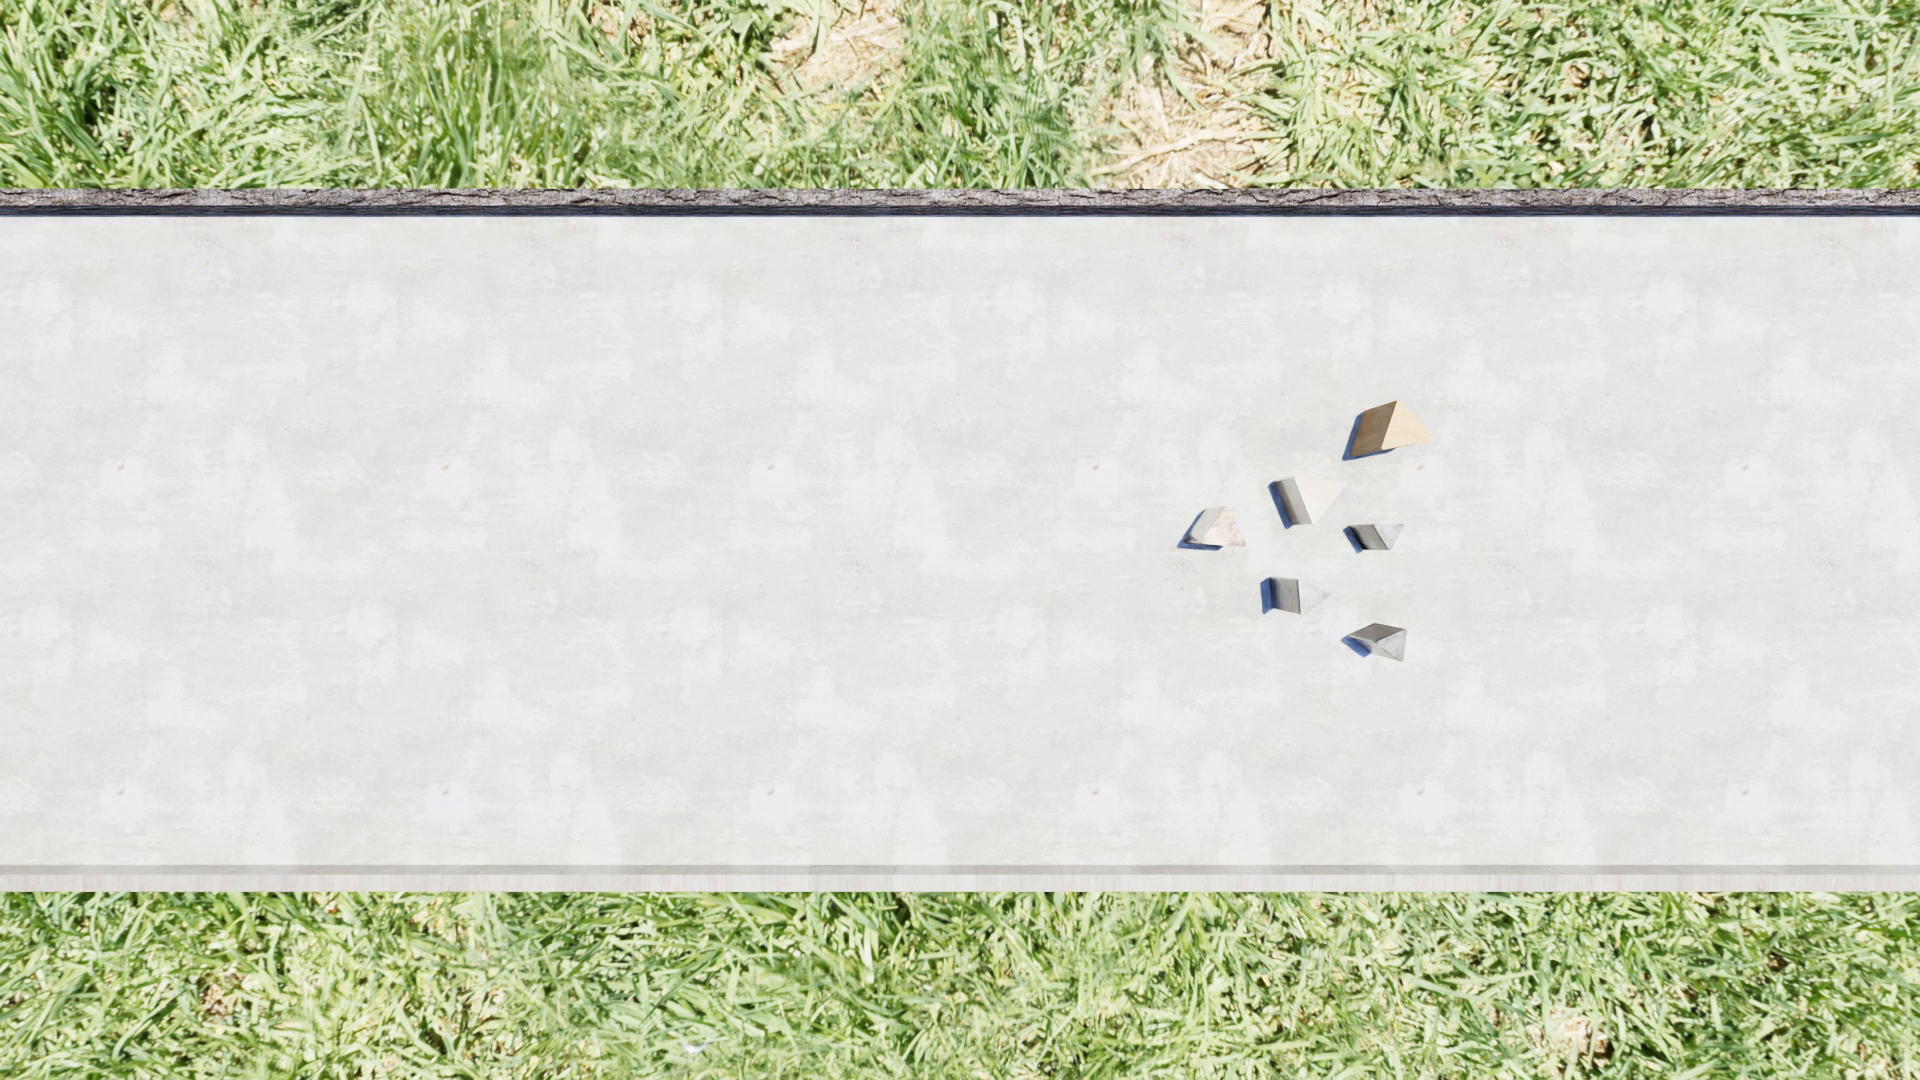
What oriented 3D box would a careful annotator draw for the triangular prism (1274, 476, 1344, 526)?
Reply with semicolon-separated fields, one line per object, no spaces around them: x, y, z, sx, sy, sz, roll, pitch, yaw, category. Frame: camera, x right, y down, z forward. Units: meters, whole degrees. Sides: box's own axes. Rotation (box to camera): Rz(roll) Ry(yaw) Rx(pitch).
1.019;-0.144;4.924;0.128;0.306;0.148;38;90;0;triangular prism

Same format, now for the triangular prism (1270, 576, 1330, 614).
0.978;0.147;4.858;0.100;0.438;0.086;-35;90;0;triangular prism

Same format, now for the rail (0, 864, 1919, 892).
-2.247;1.025;5.001;12.000;0.150;0.050;0;90;0;rail

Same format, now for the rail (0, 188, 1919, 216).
-2.247;-1.025;5.002;12.000;0.150;0.050;0;90;0;rail

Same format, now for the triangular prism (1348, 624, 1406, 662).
1.255;0.288;4.899;0.094;0.355;0.081;36;90;0;triangular prism

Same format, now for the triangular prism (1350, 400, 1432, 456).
1.262;-0.337;4.884;0.149;0.385;0.129;-11;90;0;triangular prism

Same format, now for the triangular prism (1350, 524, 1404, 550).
1.253;-0.026;4.924;0.075;0.306;0.087;-31;90;0;triangular prism

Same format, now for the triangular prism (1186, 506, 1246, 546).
0.758;-0.043;4.893;0.127;0.367;0.110;5;90;0;triangular prism
